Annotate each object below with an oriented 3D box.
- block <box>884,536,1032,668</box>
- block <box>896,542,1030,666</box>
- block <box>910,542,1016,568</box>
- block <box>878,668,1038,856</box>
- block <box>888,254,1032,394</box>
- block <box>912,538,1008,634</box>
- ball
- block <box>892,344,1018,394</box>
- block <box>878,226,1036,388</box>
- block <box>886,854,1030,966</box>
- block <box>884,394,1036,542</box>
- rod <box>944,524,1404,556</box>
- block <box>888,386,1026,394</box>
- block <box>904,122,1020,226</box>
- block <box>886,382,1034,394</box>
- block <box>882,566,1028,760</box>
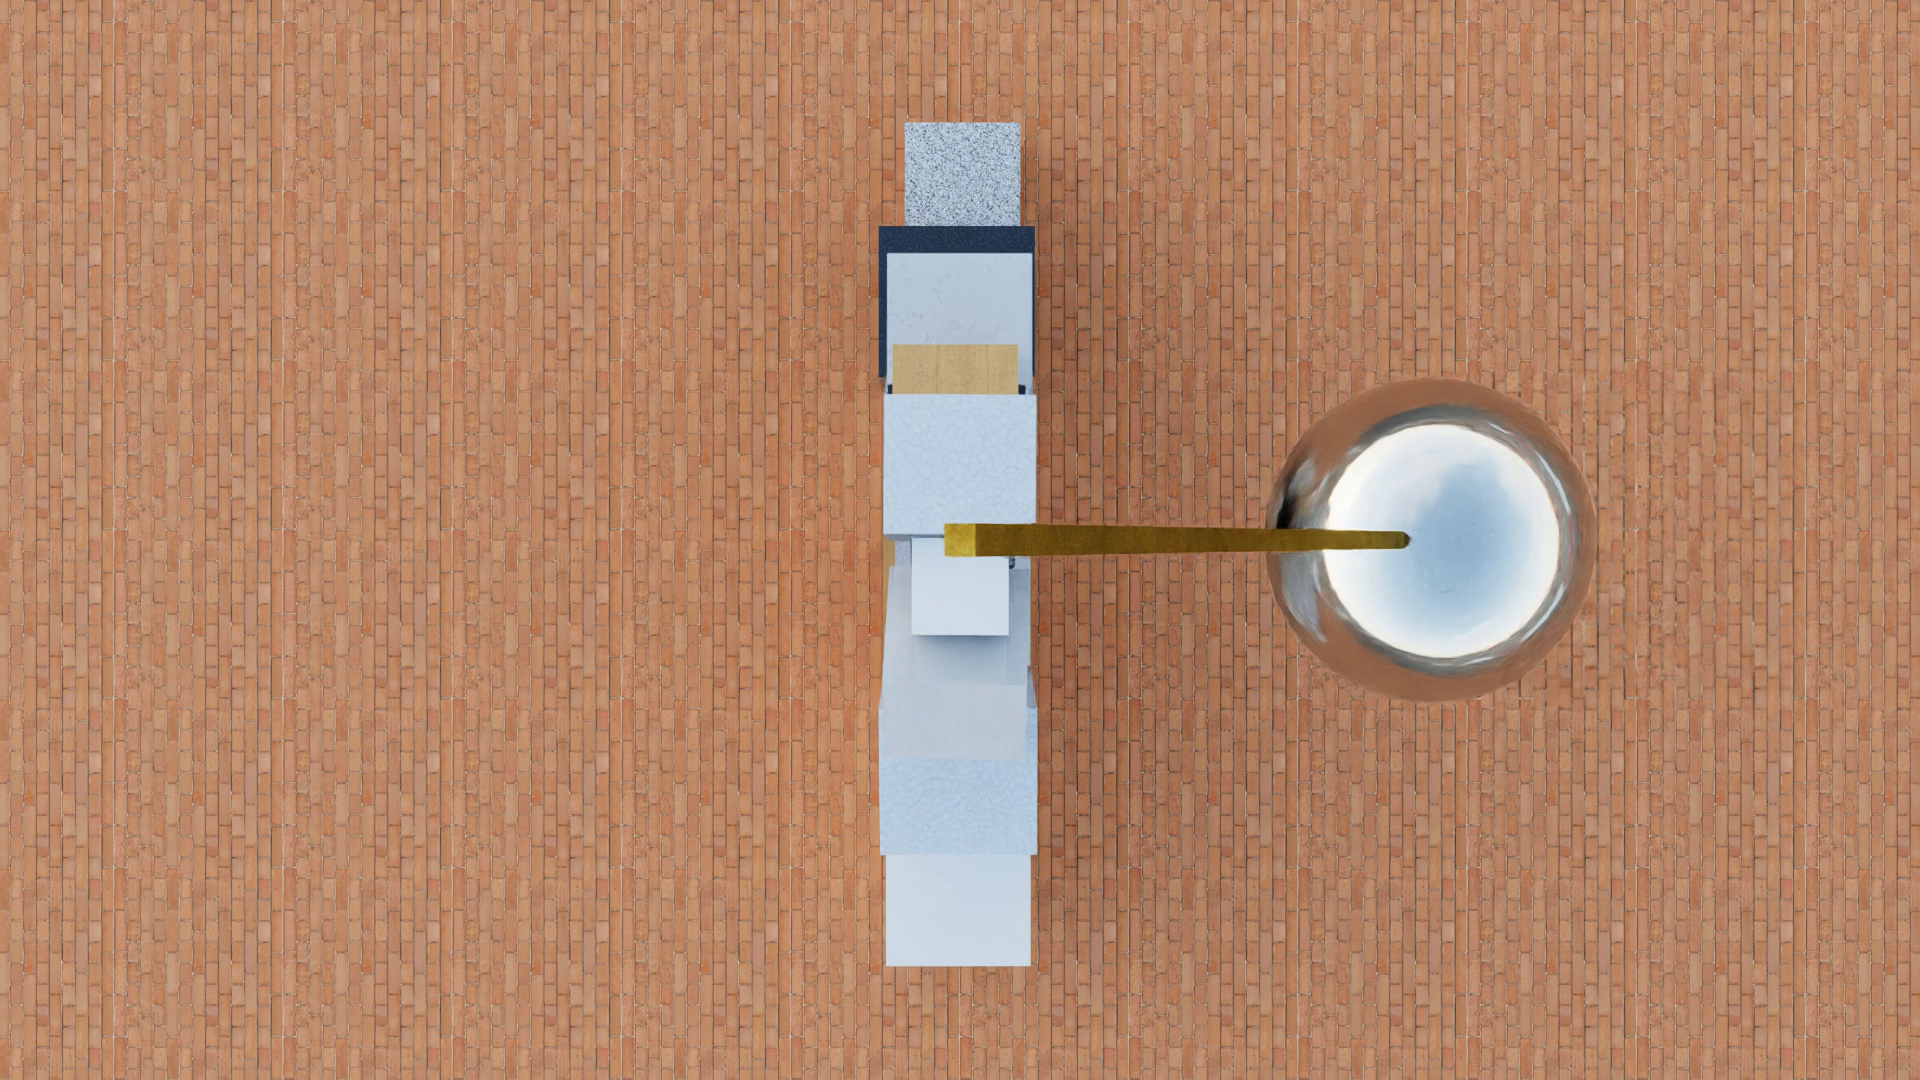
[{"bbox_3d":[-0.012,0.371,12.571,0.821,0.858,0.917,0,90,0],"label":"block"},{"bbox_3d":[0.015,0.315,11.849,0.711,0.586,0.695,0,90,0],"label":"block"},{"bbox_3d":[0.014,-0.142,11.076,0.513,0.593,0.560,0,87,0],"label":"block"},{"bbox_3d":[-0.009,1.166,11.742,0.810,0.895,0.778,0,100,0],"label":"block"},{"bbox_3d":[0.000,-1.137,11.713,0.746,0.750,0.676,0,89,0],"label":"block"},{"bbox_3d":[0.002,0.222,10.461,0.449,0.501,0.450,0,88,0],"label":"block"},{"bbox_3d":[2.295,0.000,10.791,1.600,1.600,1.600,0,90,0],"label":"ball"},{"bbox_3d":[-0.022,-0.696,11.068,0.616,0.532,0.525,0,89,0],"label":"block"},{"bbox_3d":[-0.018,-1.311,12.545,0.861,0.910,0.832,0,90,0],"label":"block"},{"bbox_3d":[-0.009,1.973,12.574,0.798,0.853,0.761,0,90,0],"label":"block"},{"bbox_3d":[0.001,-0.331,10.438,0.697,0.697,0.642,0,87,0],"label":"block"},{"bbox_3d":[0.994,0.000,7.649,0.080,5.200,0.080,0,90,22],"label":"rod"},{"bbox_3d":[-0.017,-0.422,11.773,0.716,0.771,0.722,0,87,0],"label":"block"},{"bbox_3d":[0.014,-2.044,12.694,0.651,0.612,0.616,0,90,0],"label":"block"},{"bbox_3d":[-0.004,-0.491,12.641,0.825,0.718,0.787,0,90,0],"label":"block"},{"bbox_3d":[-0.013,0.618,11.001,0.693,0.668,0.698,1,52,1],"label":"block"}]
